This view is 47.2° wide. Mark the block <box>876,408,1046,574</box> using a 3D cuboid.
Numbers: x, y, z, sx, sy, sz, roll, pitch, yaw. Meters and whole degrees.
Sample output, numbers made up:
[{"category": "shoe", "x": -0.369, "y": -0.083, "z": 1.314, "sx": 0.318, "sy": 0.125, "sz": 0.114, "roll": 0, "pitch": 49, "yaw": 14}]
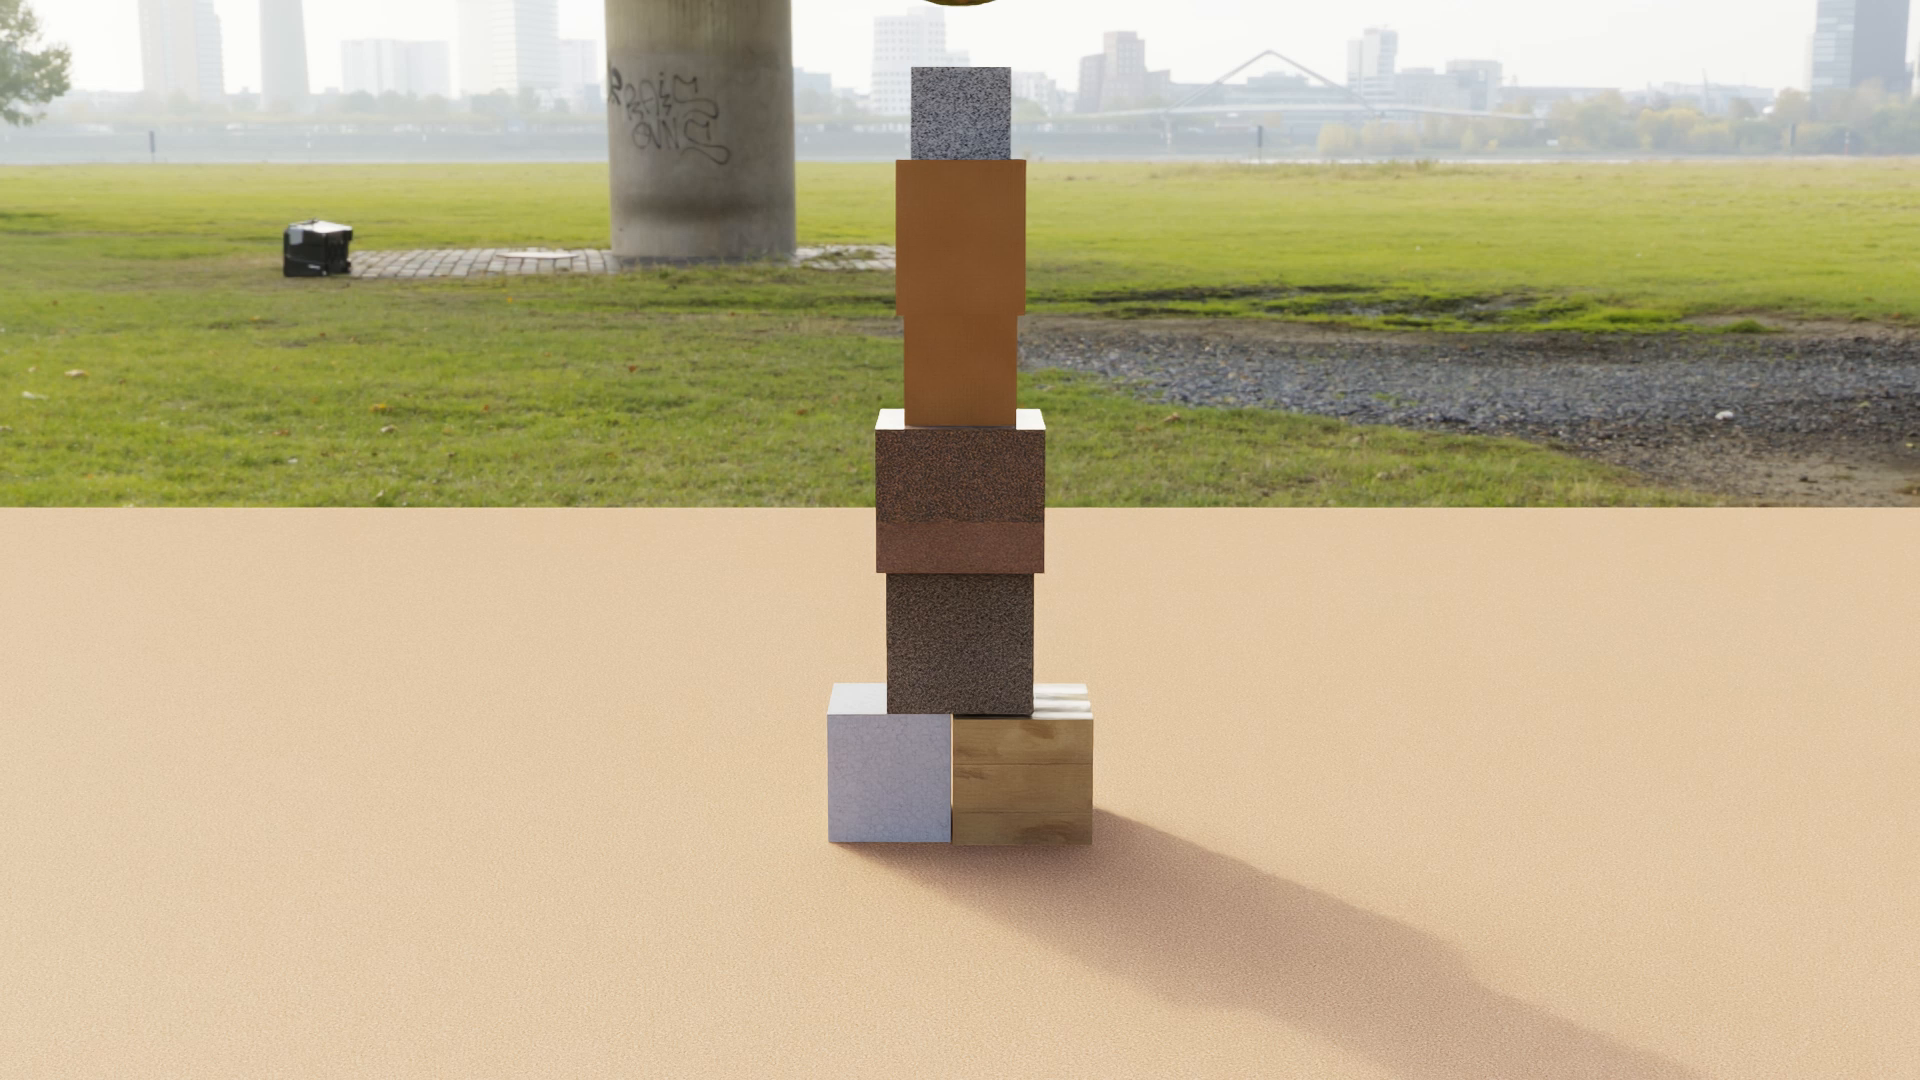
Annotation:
[{"category": "block", "x": 0.002, "y": -0.259, "z": 11.116, "sx": 0.826, "sy": 0.713, "sz": 0.806, "roll": 0, "pitch": 10, "yaw": 0}]

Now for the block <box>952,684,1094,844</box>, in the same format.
[{"category": "block", "x": 0.315, "y": 1.152, "z": 11.407, "sx": 0.704, "sy": 0.652, "sz": 0.740, "roll": 0, "pitch": 10, "yaw": 0}]

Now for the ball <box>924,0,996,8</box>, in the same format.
[{"category": "ball", "x": 0.000, "y": -4.600, "z": 15.583, "sx": 1.600, "sy": 1.600, "sz": 1.600, "roll": 0, "pitch": 10, "yaw": 0}]

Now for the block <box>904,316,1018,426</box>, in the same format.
[{"category": "block", "x": 0.003, "y": -0.875, "z": 11.008, "sx": 0.551, "sy": 0.539, "sz": 0.535, "roll": 0, "pitch": 10, "yaw": 0}]

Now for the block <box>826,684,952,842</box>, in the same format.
[{"category": "block", "x": -0.357, "y": 1.145, "z": 11.400, "sx": 0.621, "sy": 0.669, "sz": 0.641, "roll": 0, "pitch": 10, "yaw": 0}]

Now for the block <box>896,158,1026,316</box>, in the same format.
[{"category": "block", "x": 0.004, "y": -1.508, "z": 10.899, "sx": 0.627, "sy": 0.745, "sz": 0.608, "roll": 0, "pitch": 10, "yaw": 0}]

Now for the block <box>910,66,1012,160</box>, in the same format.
[{"category": "block", "x": 0.005, "y": -2.096, "z": 10.816, "sx": 0.483, "sy": 0.440, "sz": 0.475, "roll": 0, "pitch": 10, "yaw": 0}]

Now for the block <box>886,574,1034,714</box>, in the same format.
[{"category": "block", "x": 0.001, "y": 0.452, "z": 11.273, "sx": 0.735, "sy": 0.741, "sz": 0.640, "roll": 0, "pitch": 10, "yaw": 0}]
